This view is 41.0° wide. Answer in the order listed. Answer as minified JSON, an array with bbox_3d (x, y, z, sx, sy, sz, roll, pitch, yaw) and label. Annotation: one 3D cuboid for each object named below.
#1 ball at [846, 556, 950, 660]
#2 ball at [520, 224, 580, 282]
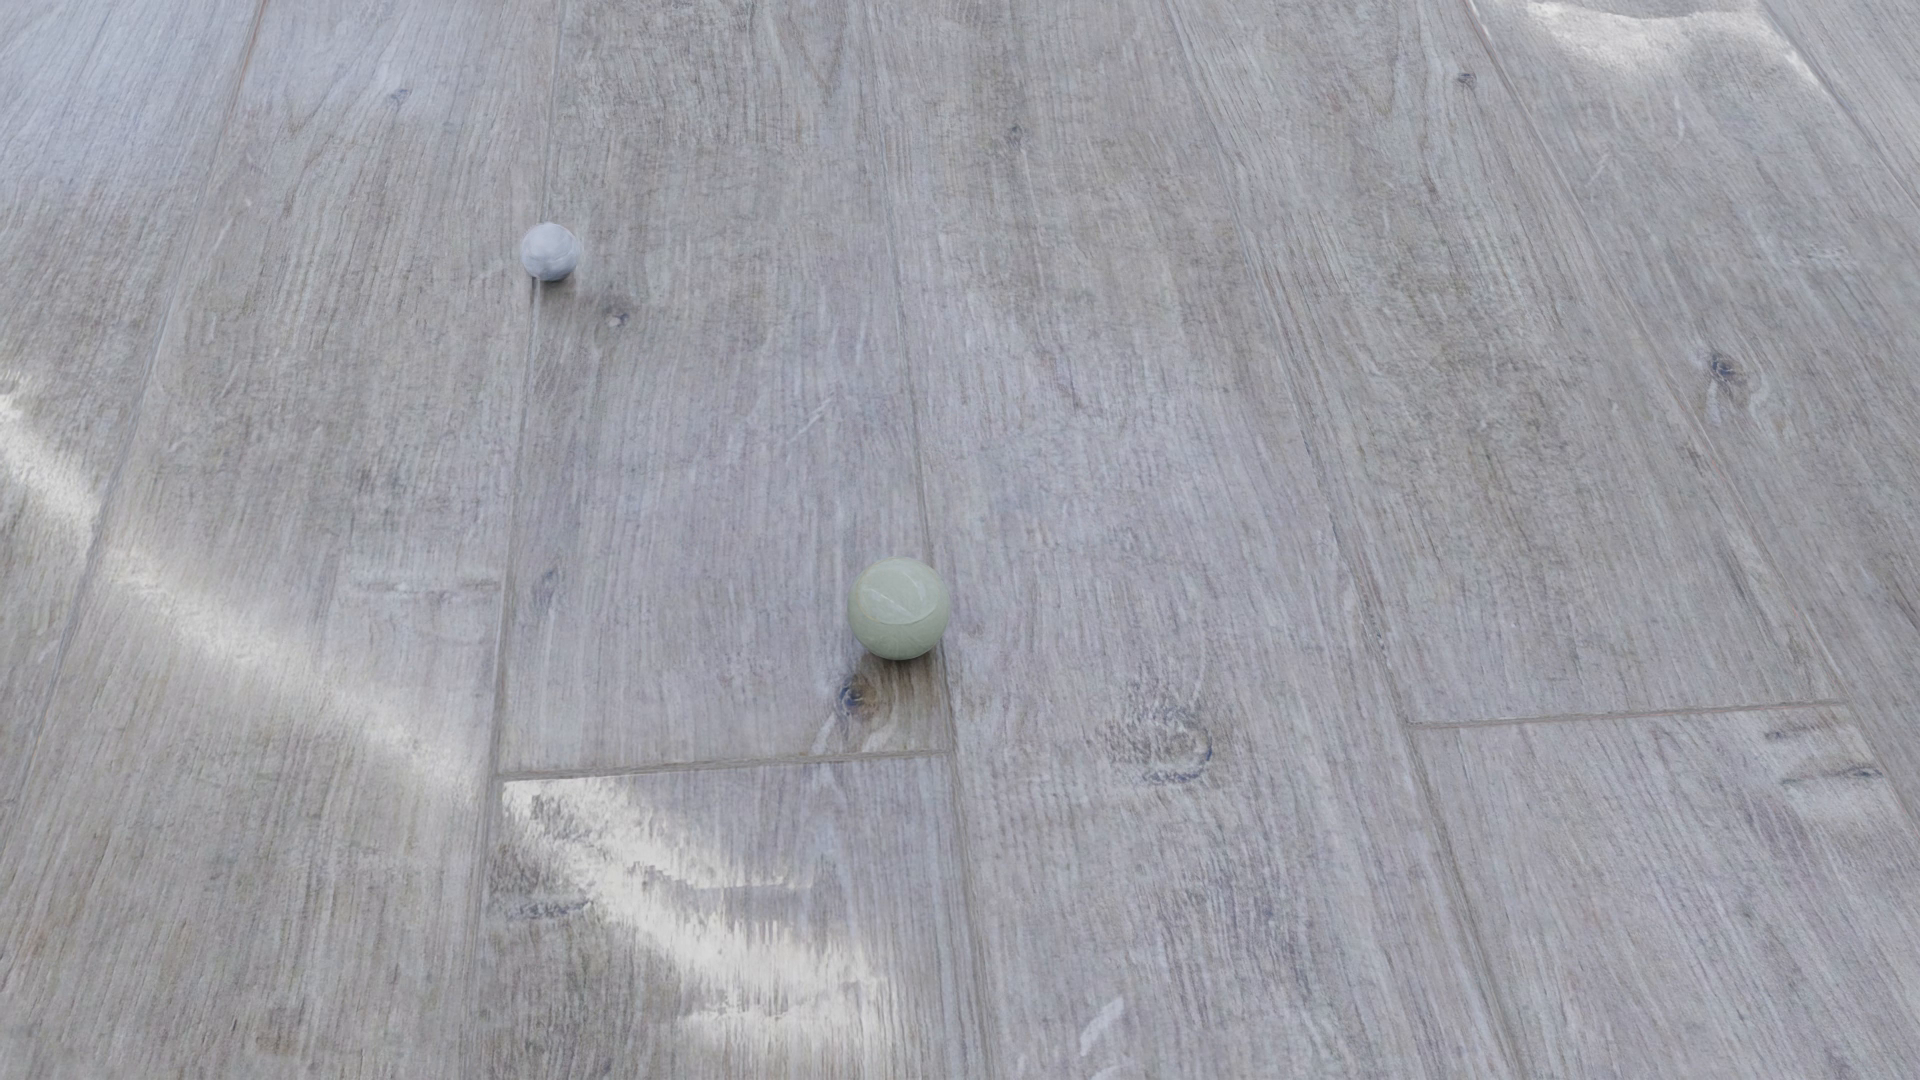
[{"bbox_3d":[-0.035,0.039,1.450,0.059,0.059,0.059,0,37,0],"label":"ball"},{"bbox_3d":[-0.284,-0.200,1.780,0.040,0.040,0.040,0,37,0],"label":"ball"}]
